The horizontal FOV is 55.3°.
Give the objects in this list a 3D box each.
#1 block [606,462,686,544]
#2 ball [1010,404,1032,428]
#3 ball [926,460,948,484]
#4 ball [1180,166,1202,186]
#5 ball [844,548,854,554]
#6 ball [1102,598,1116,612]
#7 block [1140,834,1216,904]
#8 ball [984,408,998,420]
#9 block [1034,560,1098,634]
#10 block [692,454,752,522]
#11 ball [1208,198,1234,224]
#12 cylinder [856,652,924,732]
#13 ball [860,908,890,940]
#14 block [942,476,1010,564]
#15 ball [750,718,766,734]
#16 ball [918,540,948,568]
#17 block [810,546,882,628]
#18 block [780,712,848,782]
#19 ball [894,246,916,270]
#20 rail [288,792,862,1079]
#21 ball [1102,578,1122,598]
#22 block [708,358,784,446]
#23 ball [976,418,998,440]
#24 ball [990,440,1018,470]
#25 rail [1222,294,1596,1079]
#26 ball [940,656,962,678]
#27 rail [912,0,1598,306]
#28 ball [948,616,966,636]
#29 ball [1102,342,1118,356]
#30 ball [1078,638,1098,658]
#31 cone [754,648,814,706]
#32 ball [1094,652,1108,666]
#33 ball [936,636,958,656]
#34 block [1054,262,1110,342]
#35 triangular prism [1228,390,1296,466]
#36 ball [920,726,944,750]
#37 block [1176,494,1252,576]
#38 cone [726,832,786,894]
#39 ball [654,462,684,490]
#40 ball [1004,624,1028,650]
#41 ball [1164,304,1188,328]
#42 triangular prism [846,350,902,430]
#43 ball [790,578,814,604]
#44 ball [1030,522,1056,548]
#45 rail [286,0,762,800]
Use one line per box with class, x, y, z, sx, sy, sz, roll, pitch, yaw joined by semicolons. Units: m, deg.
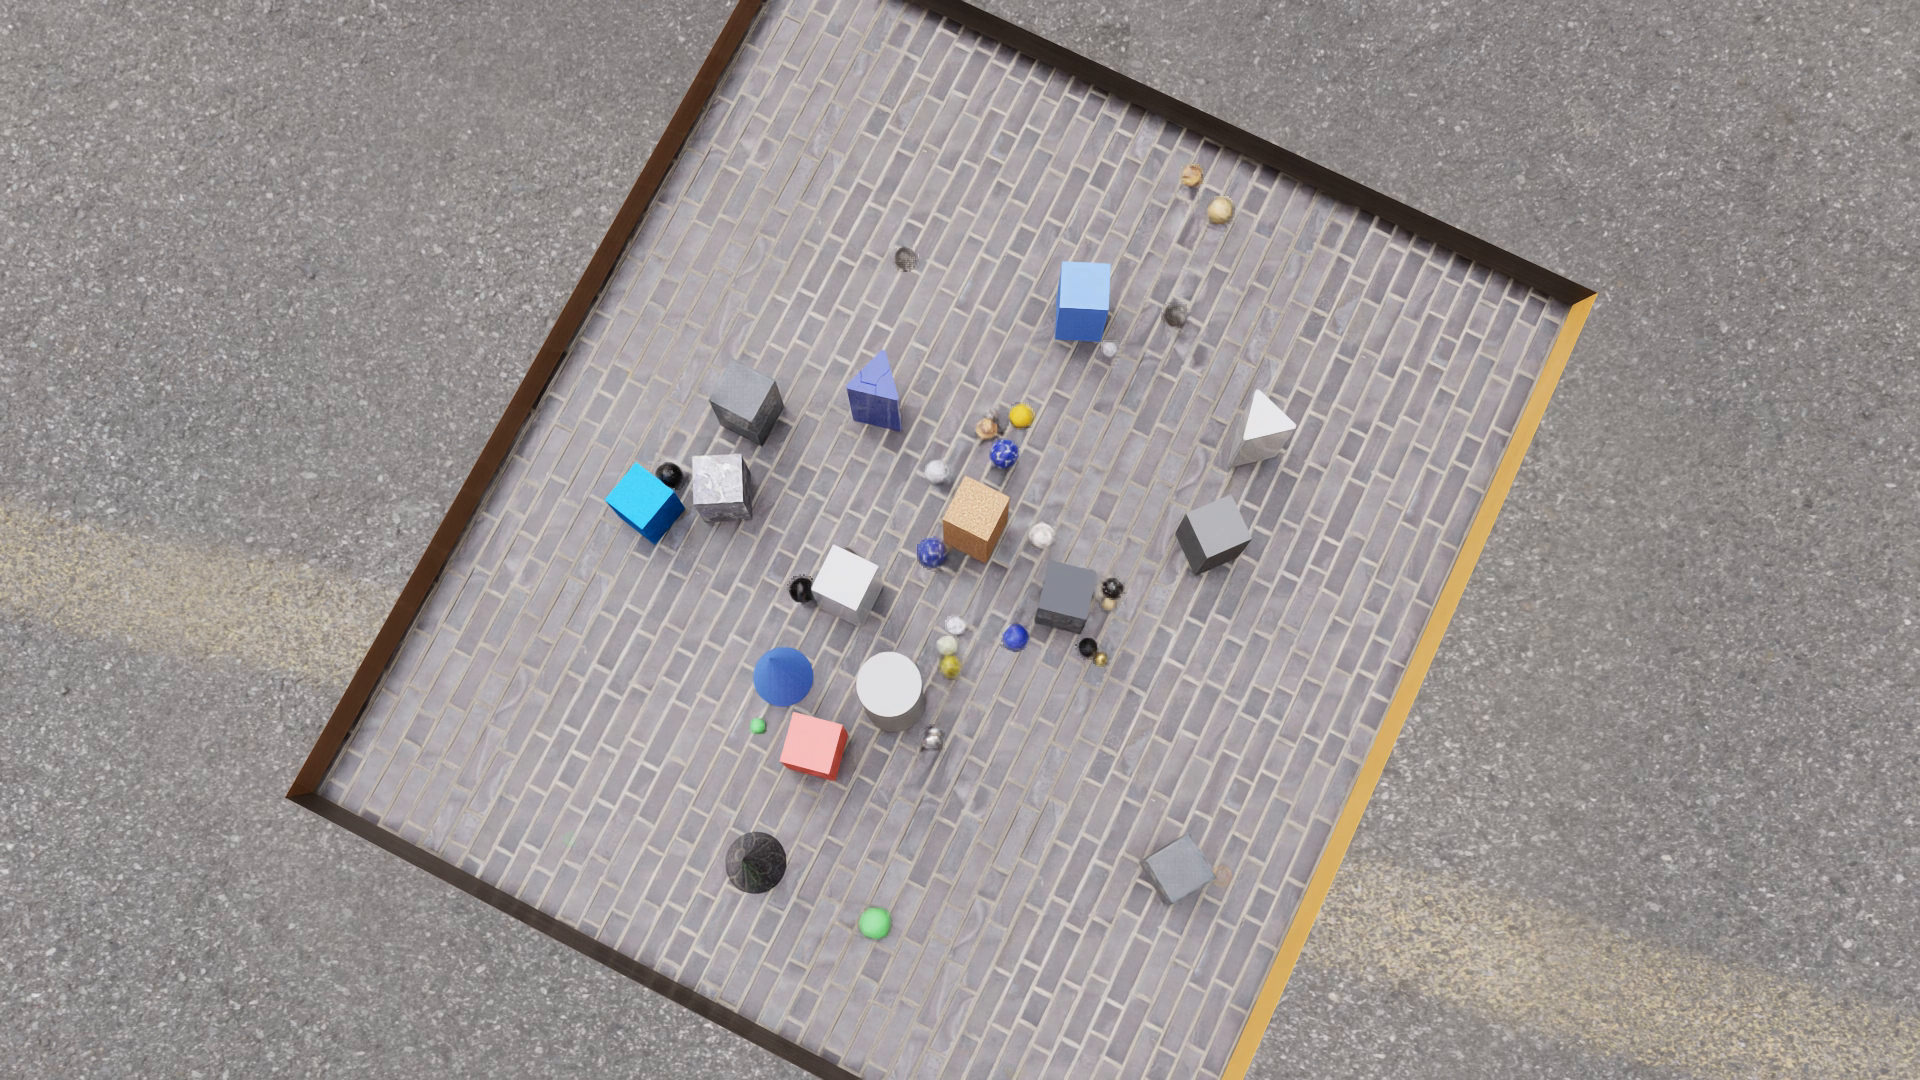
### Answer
block;-0.946;-0.108;5.519;0.145;0.233;0.145;37;81;7
ball;0.188;-0.382;5.658;0.072;0.072;0.072;0;78;0
ball;-0.070;-0.208;5.623;0.071;0.071;0.071;0;78;0
ball;0.735;-1.155;5.822;0.065;0.065;0.065;0;78;0
ball;-0.347;0.048;5.579;0.053;0.053;0.053;0;78;0
ball;0.450;0.196;5.555;0.041;0.041;0.041;0;78;0
block;0.627;0.954;5.305;0.145;0.224;0.145;-30;80;-6
ball;0.095;-0.388;5.676;0.041;0.041;0.041;0;78;0
block;0.312;0.172;5.439;0.145;0.278;0.145;14;79;3
block;-0.714;-0.154;5.520;0.145;0.251;0.145;-3;78;-1
ball;0.822;-1.039;5.789;0.082;0.082;0.082;0;78;0
cylinder;-0.198;0.444;5.306;0.182;0.429;0.182;0;78;0
ball;-0.249;1.117;5.339;0.091;0.091;0.091;0;78;0
block;0.047;-0.058;5.456;0.145;0.337;0.145;26;80;5
ball;-0.605;0.554;5.478;0.047;0.047;0.047;0;78;0
ball;-0.082;0.041;5.563;0.088;0.088;0.088;0;78;0
block;-0.331;0.140;5.421;0.145;0.325;0.145;25;79;5
block;-0.424;0.606;5.350;0.145;0.276;0.145;14;79;3
ball;-0.172;-0.886;5.763;0.071;0.071;0.071;0;78;0
rail;-0.693;1.363;5.273;2.831;0.118;0.045;26;80;5
ball;0.461;0.145;5.551;0.063;0.063;0.063;0;78;0
block;-0.644;-0.414;5.556;0.145;0.286;0.145;27;80;5
ball;0.082;-0.341;5.653;0.067;0.067;0.067;0;78;0
ball;0.135;-0.263;5.624;0.090;0.090;0.090;0;78;0
rail;1.245;0.616;5.428;0.045;0.118;3.145;26;80;5
ball;-0.030;0.381;5.503;0.067;0.067;0.067;0;78;0
rail;0.693;-1.350;5.834;2.831;0.118;0.045;26;80;5
ball;-0.011;0.260;5.534;0.057;0.057;0.057;0;78;0
ball;0.467;-0.596;5.715;0.047;0.047;0.047;0;78;0
ball;0.385;0.324;5.519;0.060;0.060;0.060;0;78;0
cone;-0.533;0.372;5.332;0.182;0.406;0.182;0;78;0
ball;0.425;0.356;5.521;0.042;0.042;0.042;0;78;0
ball;-0.038;0.319;5.518;0.063;0.063;0.063;0;78;0
block;0.373;-0.727;5.610;0.145;0.307;0.145;3;78;1
triangular prism;0.887;-0.343;5.516;0.157;0.334;0.136;-14;79;-3
ball;-0.083;0.591;5.459;0.070;0.070;0.070;0;78;0
block;0.755;-0.012;5.474;0.145;0.283;0.145;-23;79;-5
cone;-0.604;0.920;5.254;0.182;0.337;0.182;0;78;0
ball;-0.891;-0.195;5.612;0.087;0.087;0.087;0;78;0
ball;0.169;0.291;5.517;0.077;0.077;0.077;0;78;0
ball;0.674;-0.702;5.723;0.075;0.075;0.075;0;78;0
triangular prism;-0.240;-0.457;5.531;0.157;0.353;0.136;14;79;3
ball;-0.476;0.152;5.544;0.080;0.080;0.080;0;78;0
ball;0.250;-0.013;5.579;0.079;0.079;0.079;0;78;0
rail;-1.245;-0.603;5.680;0.045;0.118;3.145;26;80;5
